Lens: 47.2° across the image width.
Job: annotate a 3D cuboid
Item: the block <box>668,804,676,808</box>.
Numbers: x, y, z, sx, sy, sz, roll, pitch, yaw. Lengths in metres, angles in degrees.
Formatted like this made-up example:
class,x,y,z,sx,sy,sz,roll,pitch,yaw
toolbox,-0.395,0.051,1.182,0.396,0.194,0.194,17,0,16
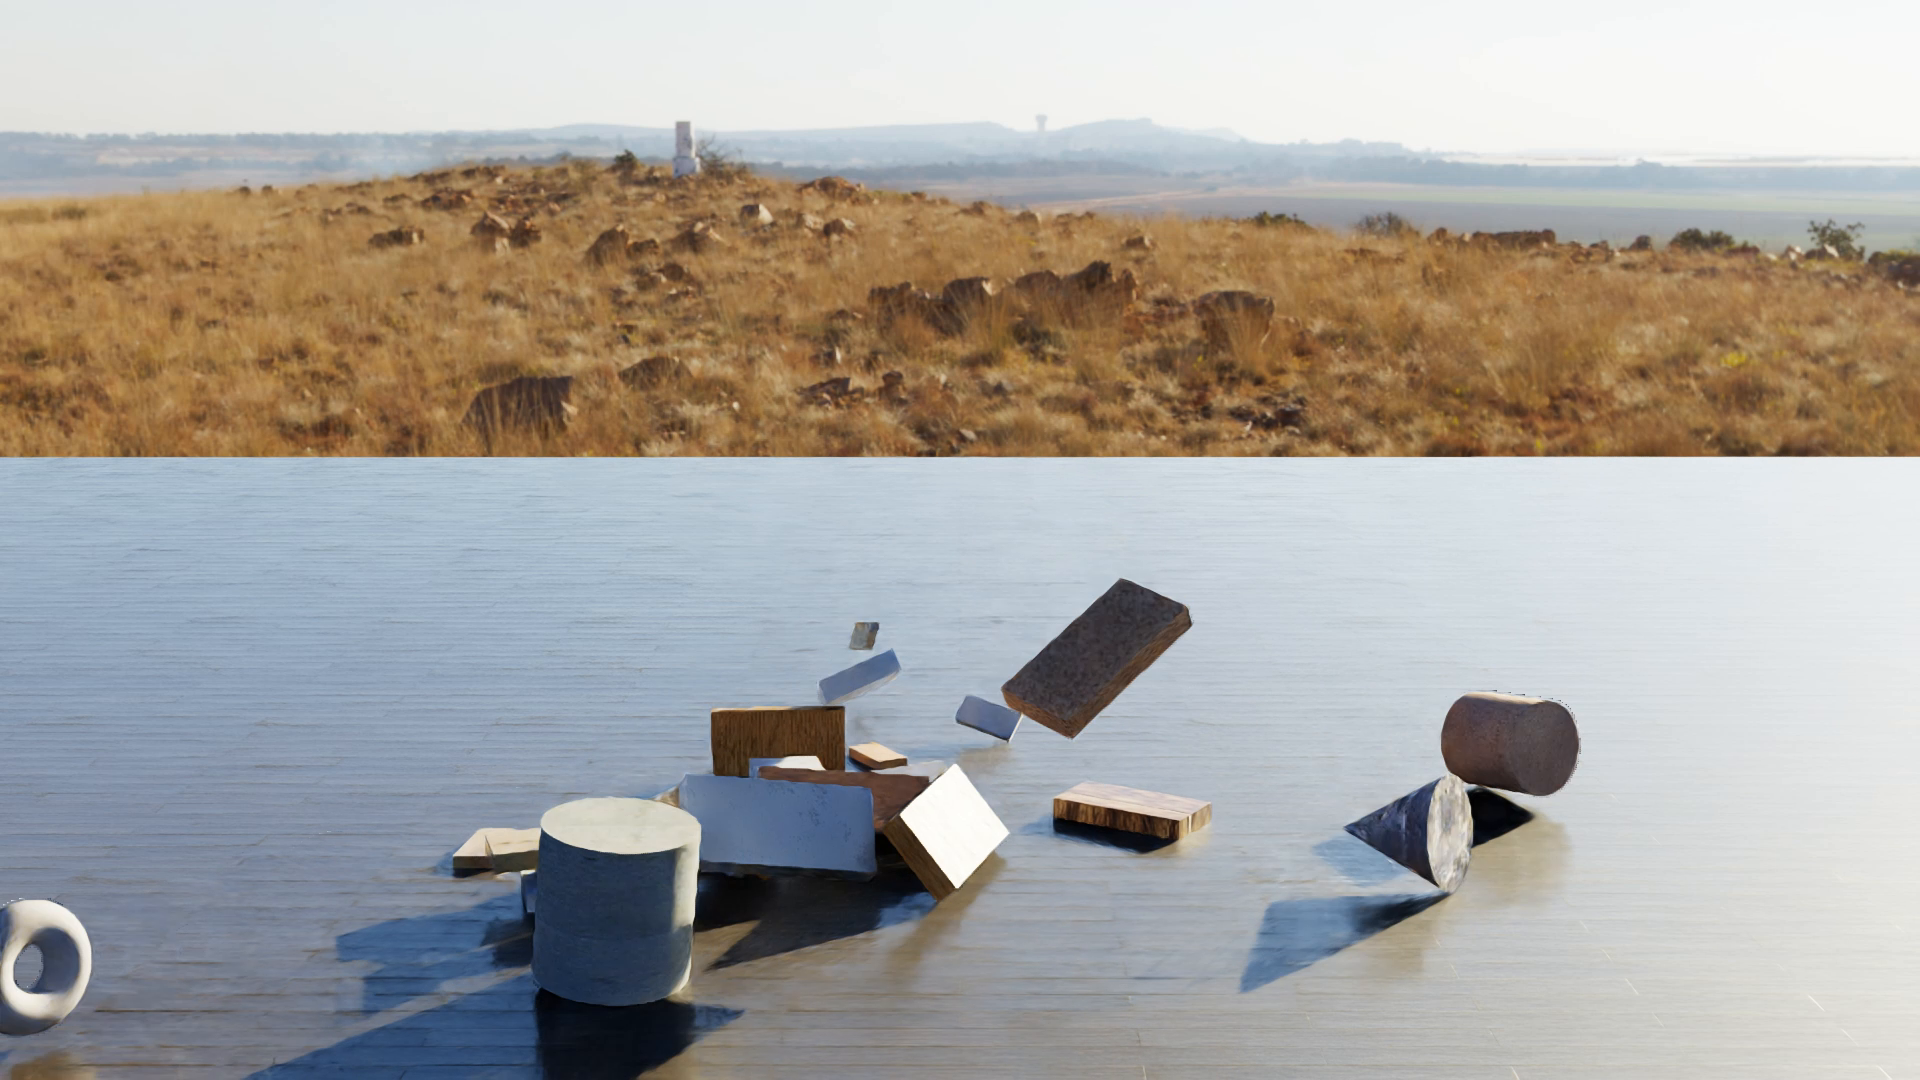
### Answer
class,x,y,z,sx,sy,sz,roll,pitch,yaw
block,-0.539,0.453,3.587,0.139,0.020,0.070,-12,0,34

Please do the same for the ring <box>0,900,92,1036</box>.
class,x,y,z,sx,sy,sz,roll,pitch,yaw
ring,-1.290,0.592,3.046,0.062,0.187,0.187,-1,8,32

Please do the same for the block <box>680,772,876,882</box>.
class,x,y,z,sx,sy,sz,roll,pitch,yaw
block,-0.305,0.483,3.690,0.326,0.154,0.044,7,-32,-20

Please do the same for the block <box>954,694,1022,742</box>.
class,x,y,z,sx,sy,sz,roll,pitch,yaw
block,0.060,0.373,4.606,0.127,0.018,0.063,19,61,17

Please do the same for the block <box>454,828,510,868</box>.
class,x,y,z,sx,sy,sz,roll,pitch,yaw
block,-0.829,0.542,3.869,0.076,0.022,0.152,1,11,6

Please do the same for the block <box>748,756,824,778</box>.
class,x,y,z,sx,sy,sz,roll,pitch,yaw
block,-0.308,0.458,4.074,0.131,0.037,0.261,-1,11,-14

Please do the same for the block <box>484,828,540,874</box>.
class,x,y,z,sx,sy,sz,roll,pitch,yaw
block,-0.665,0.509,3.656,0.231,0.033,0.116,-4,11,-19

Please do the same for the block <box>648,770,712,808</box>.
class,x,y,z,sx,sy,sz,roll,pitch,yaw
block,-0.537,0.473,3.839,0.123,0.035,0.247,-28,0,-42

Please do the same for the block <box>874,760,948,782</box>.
class,x,y,z,sx,sy,sz,roll,pitch,yaw
block,-0.147,0.485,3.920,0.331,0.045,0.158,-6,41,-30

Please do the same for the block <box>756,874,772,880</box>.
class,x,y,z,sx,sy,sz,roll,pitch,yaw
block,-0.384,0.526,3.722,0.152,0.022,0.076,29,-1,4

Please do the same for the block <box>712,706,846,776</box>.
class,x,y,z,sx,sy,sz,roll,pitch,yaw
block,-0.358,0.397,4.343,0.261,0.131,0.037,0,7,-2

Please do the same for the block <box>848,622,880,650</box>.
class,x,y,z,sx,sy,sz,roll,pitch,yaw
block,-0.219,0.219,5.016,0.018,0.063,0.127,17,-8,-18

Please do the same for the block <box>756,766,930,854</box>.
class,x,y,z,sx,sy,sz,roll,pitch,yaw
block,-0.196,0.473,3.839,0.309,0.044,0.154,5,36,-16

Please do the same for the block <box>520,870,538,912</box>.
class,x,y,z,sx,sy,sz,roll,pitch,yaw
block,-0.608,0.575,3.660,0.231,0.033,0.116,-3,11,-15

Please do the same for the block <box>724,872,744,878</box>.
class,x,y,z,sx,sy,sz,roll,pitch,yaw
block,-0.436,0.524,3.727,0.152,0.022,0.076,29,-4,13

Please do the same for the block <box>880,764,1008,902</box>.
class,x,y,z,sx,sy,sz,roll,pitch,yaw
block,-0.023,0.498,3.766,0.044,0.154,0.309,-39,-3,20

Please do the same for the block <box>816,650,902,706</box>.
class,x,y,z,sx,sy,sz,roll,pitch,yaw
block,-0.205,0.282,4.402,0.157,0.045,0.315,-24,-5,-7

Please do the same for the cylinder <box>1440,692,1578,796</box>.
class,x,y,z,sx,sy,sz,roll,pitch,yaw
cylinder,1.048,0.387,4.195,0.180,0.180,0.180,-7,6,-32

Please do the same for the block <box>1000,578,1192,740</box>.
class,x,y,z,sx,sy,sz,roll,pitch,yaw
block,0.237,0.201,3.790,0.315,0.045,0.158,-41,42,-25

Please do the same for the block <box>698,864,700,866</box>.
class,x,y,z,sx,sy,sz,roll,pitch,yaw
block,-0.494,0.545,3.574,0.139,0.070,0.020,12,3,24

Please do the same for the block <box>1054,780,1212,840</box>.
class,x,y,z,sx,sy,sz,roll,pitch,yaw
block,0.318,0.498,4.063,0.261,0.037,0.131,7,12,31

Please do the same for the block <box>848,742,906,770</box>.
class,x,y,z,sx,sy,sz,roll,pitch,yaw
block,-0.167,0.437,4.442,0.063,0.018,0.127,-6,12,-31

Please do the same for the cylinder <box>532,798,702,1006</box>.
class,x,y,z,sx,sy,sz,roll,pitch,yaw
cylinder,-0.511,0.533,3.269,0.234,0.234,0.234,6,12,-1

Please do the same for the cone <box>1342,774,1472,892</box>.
class,x,y,z,sx,sy,sz,roll,pitch,yaw
cone,0.736,0.492,3.722,0.197,0.197,0.197,-2,7,34
